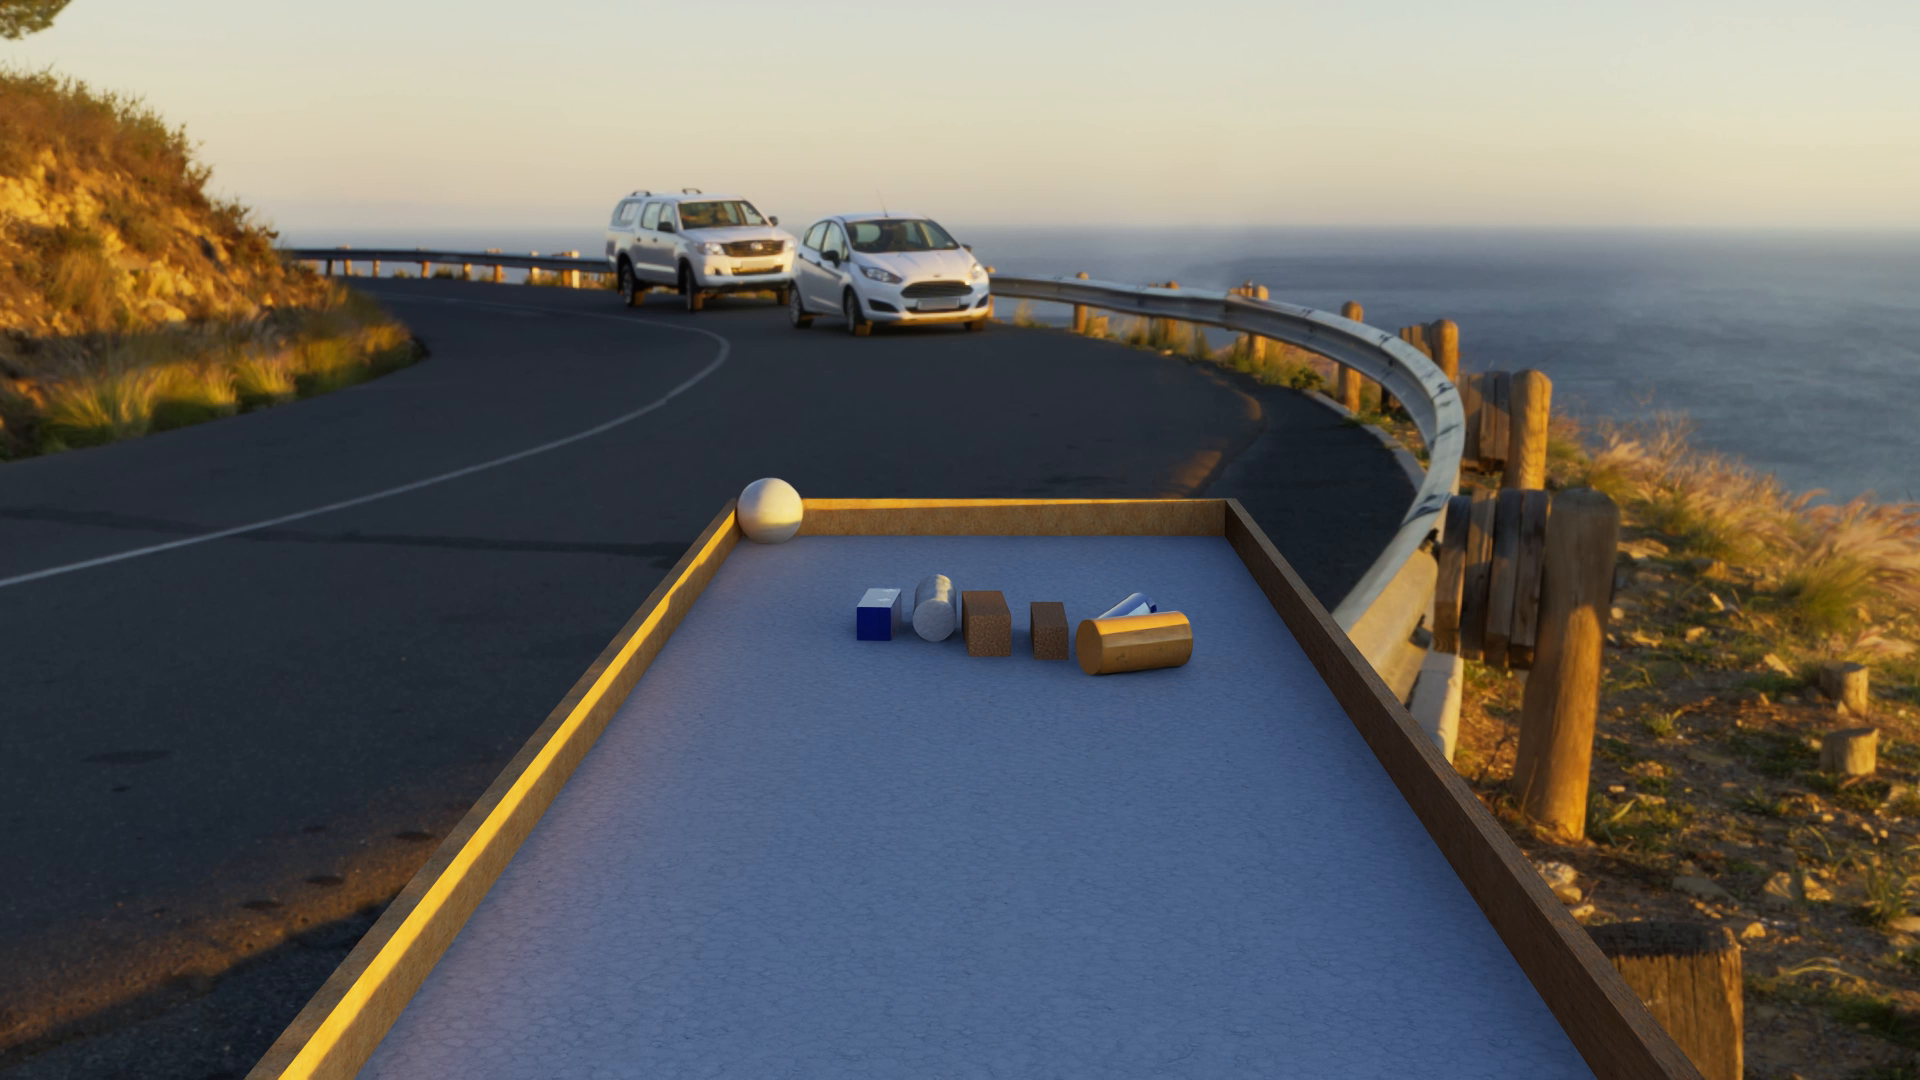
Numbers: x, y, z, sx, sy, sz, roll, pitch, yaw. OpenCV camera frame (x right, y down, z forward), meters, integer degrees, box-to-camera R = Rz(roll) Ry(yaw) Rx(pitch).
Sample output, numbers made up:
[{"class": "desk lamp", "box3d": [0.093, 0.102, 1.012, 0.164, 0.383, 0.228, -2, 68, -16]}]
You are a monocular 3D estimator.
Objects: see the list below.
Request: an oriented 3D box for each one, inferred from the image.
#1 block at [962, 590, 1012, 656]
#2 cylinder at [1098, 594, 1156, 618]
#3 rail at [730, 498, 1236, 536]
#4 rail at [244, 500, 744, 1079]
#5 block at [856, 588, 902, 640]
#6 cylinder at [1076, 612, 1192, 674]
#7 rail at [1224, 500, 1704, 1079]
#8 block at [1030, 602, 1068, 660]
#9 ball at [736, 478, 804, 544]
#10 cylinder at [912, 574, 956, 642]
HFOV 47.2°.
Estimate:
[{"class": "block", "box3d": [0.081, 0.261, 6.949, 0.129, 0.129, 0.423, 0, 9, -3]}, {"class": "cylinder", "box3d": [0.508, 0.266, 6.949, 0.120, 0.120, 0.460, 3, 10, 19]}, {"class": "rail", "box3d": [0.099, -0.098, 9.147, 2.100, 0.150, 0.050, 0, 9, 1]}, {"class": "rail", "box3d": [-1.004, 0.839, 3.234, 0.050, 0.150, 12.000, 0, 9, 1]}, {"class": "block", "box3d": [-0.261, 0.241, 7.143, 0.109, 0.109, 0.327, 1, 9, 4]}, {"class": "cylinder", "box3d": [0.519, 0.306, 6.554, 0.307, 0.165, 0.165, -4, 10, -25]}, {"class": "rail", "box3d": [1.046, 0.843, 3.208, 0.050, 0.150, 12.000, 0, 9, 1]}, {"class": "block", "box3d": [0.279, 0.283, 6.899, 0.103, 0.103, 0.412, 0, 9, 0]}, {"class": "ball", "box3d": [-0.769, -0.117, 8.891, 0.269, 0.269, 0.269, 0, 9, 0]}, {"class": "cylinder", "box3d": [-0.081, 0.219, 7.187, 0.139, 0.139, 0.444, 0, 9, 0]}]
